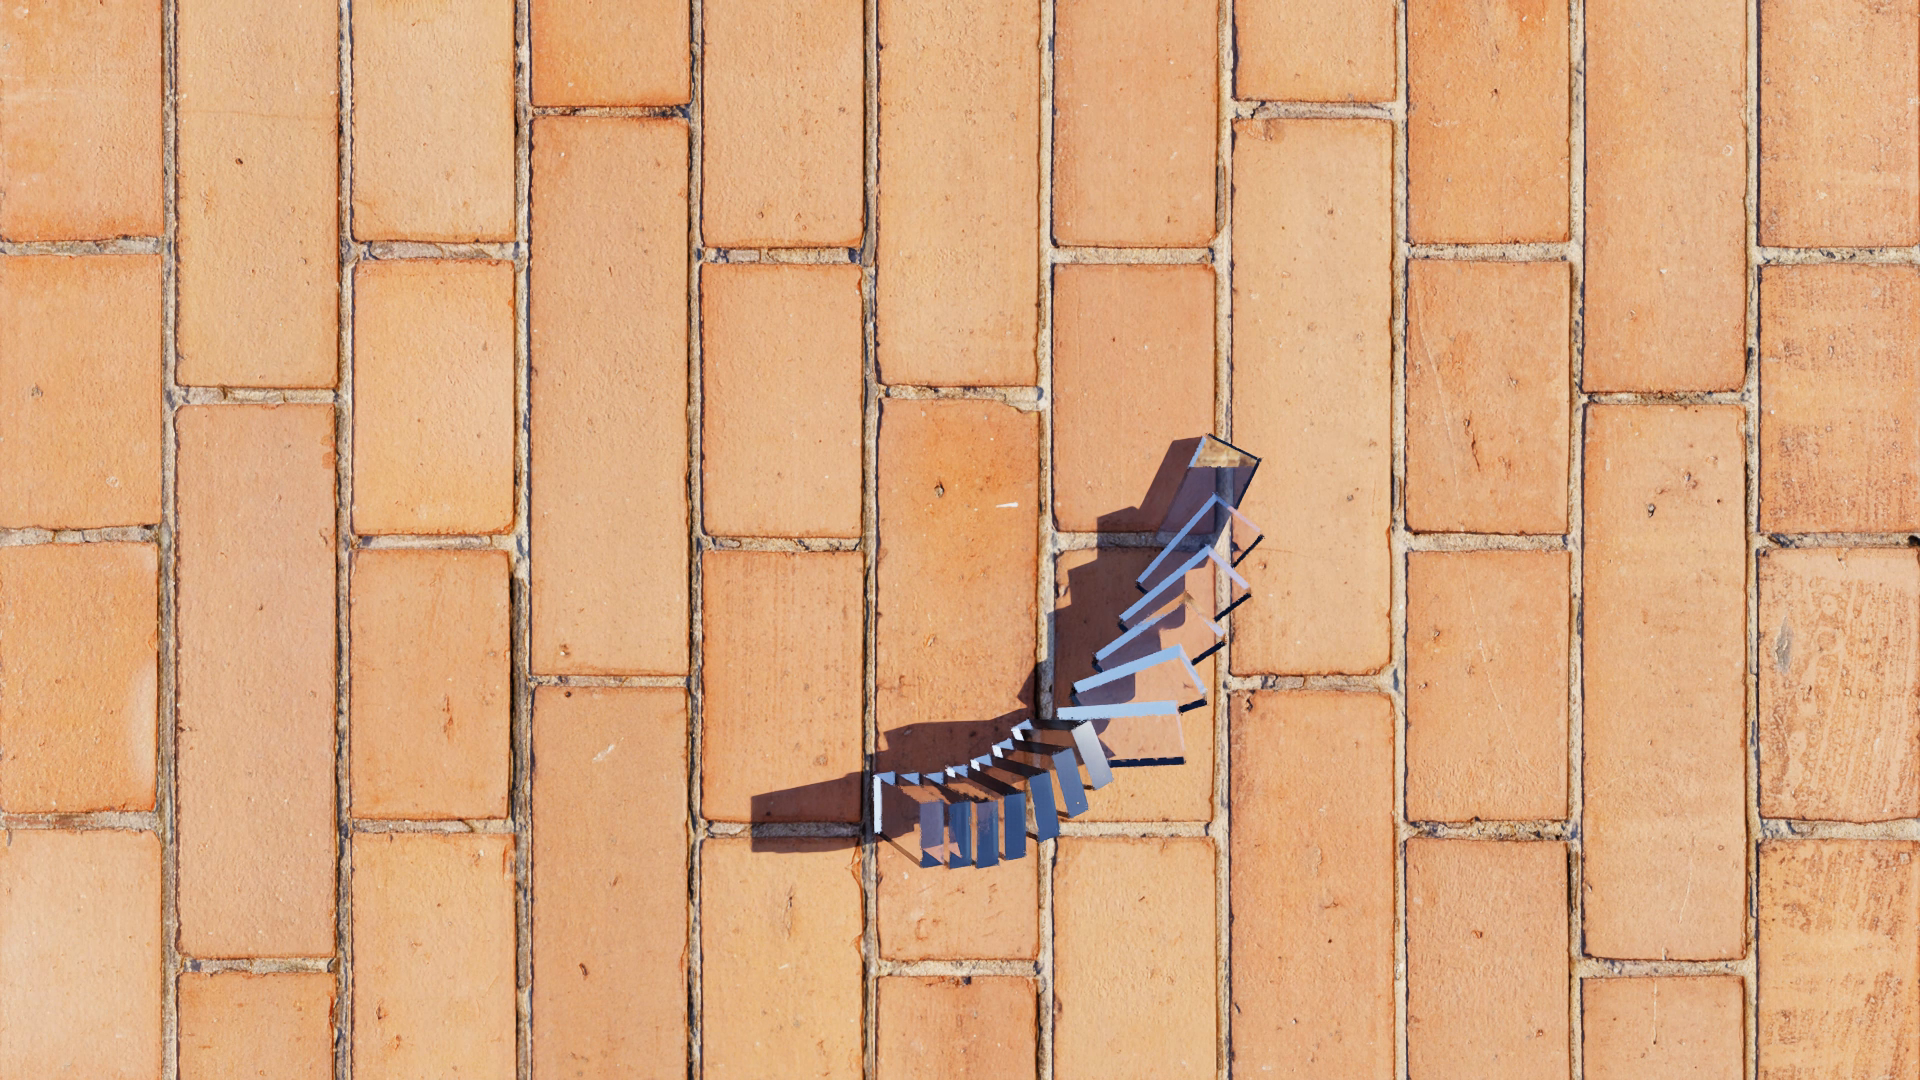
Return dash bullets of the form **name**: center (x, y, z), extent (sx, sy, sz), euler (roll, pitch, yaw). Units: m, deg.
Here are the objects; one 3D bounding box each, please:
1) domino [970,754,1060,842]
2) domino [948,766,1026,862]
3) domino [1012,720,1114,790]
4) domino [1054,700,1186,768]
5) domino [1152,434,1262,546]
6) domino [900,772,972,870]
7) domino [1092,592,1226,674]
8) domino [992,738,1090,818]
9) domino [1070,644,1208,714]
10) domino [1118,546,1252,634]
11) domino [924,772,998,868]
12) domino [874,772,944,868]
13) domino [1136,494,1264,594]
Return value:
- **domino**: center (0.022, 0.105, 0.376), extent (0.009, 0.050, 0.025), euler (-10, 90, -26)
- **domino**: center (0.010, 0.111, 0.376), extent (0.009, 0.050, 0.025), euler (-1, 90, -26)
- **domino**: center (0.041, 0.087, 0.376), extent (0.009, 0.050, 0.025), euler (-22, 90, -26)
- **domino**: center (0.067, 0.082, 0.382), extent (0.050, 0.010, 0.025), euler (-7, 113, 18)
- **domino**: center (0.106, -0.017, 0.395), extent (0.025, 0.010, 0.050), euler (26, 90, 0)
- **domino**: center (-0.011, 0.114, 0.376), extent (0.010, 0.050, 0.025), euler (-1, 90, -26)
- **domino**: center (0.083, 0.046, 0.383), extent (0.050, 0.010, 0.025), euler (-40, 100, 26)
- **domino**: center (0.032, 0.097, 0.376), extent (0.009, 0.050, 0.025), euler (-16, 90, -26)
- **domino**: center (0.074, 0.064, 0.382), extent (0.050, 0.010, 0.025), euler (-25, 106, 24)
- **domino**: center (0.093, 0.028, 0.383), extent (0.025, 0.009, 0.050), euler (43, 116, -7)
- **domino**: center (0.000, 0.114, 0.376), extent (0.010, 0.050, 0.025), euler (-1, 90, -26)
- **domino**: center (-0.022, 0.114, 0.376), extent (0.010, 0.050, 0.025), euler (-1, 90, -26)
- **domino**: center (0.100, 0.008, 0.386), extent (0.025, 0.009, 0.050), euler (37, 111, -4)
